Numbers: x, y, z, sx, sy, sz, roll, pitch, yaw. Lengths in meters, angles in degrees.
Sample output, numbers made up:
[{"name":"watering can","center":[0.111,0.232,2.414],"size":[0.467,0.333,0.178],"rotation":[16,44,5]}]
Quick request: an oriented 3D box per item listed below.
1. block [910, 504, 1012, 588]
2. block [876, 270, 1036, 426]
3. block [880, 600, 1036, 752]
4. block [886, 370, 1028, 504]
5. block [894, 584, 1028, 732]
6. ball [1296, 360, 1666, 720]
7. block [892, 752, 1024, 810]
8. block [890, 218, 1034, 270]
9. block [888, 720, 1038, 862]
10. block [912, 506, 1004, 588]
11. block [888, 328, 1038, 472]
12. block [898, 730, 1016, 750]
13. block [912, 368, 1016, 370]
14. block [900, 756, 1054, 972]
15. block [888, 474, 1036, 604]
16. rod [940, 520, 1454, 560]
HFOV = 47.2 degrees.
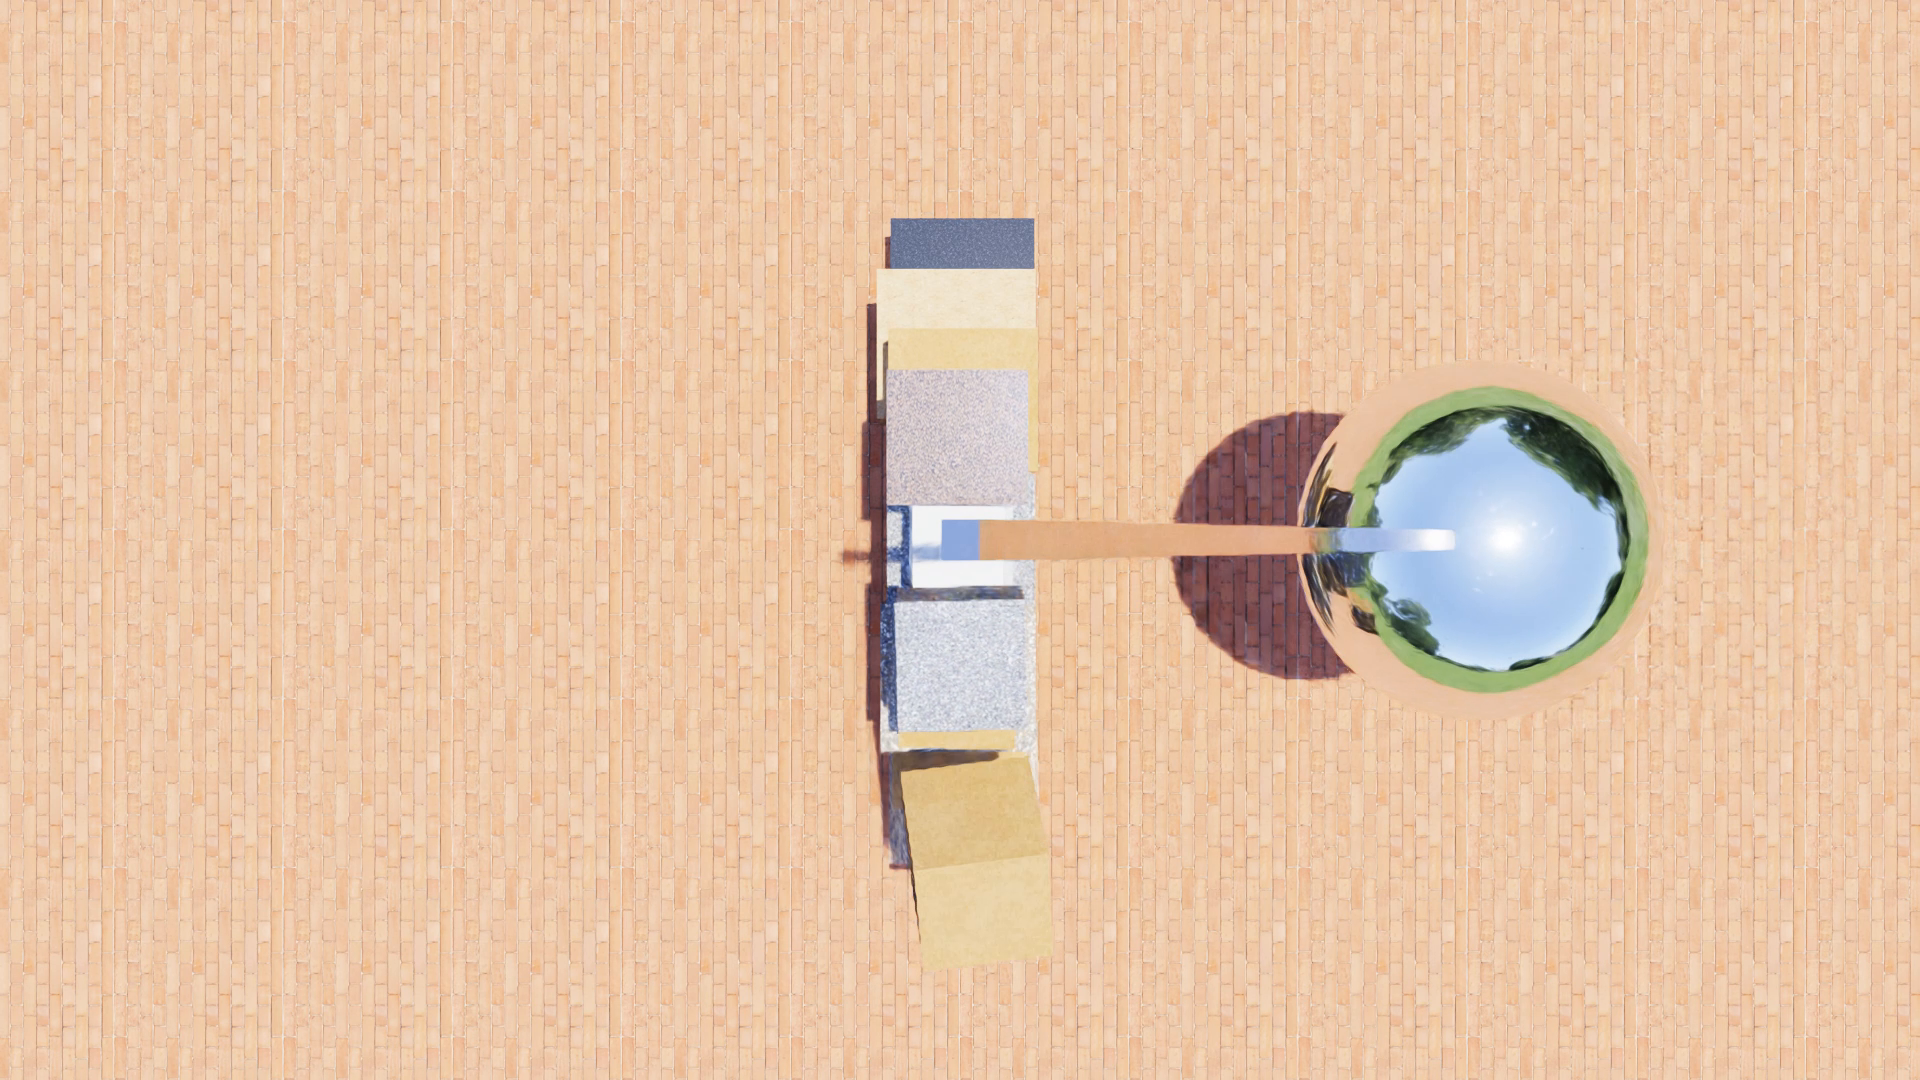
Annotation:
[{"name":"block","center":[0.004,0.046,10.578],"size":[0.482,0.516,0.564],"rotation":[0,91,0]},{"name":"block","center":[-0.019,-1.023,11.859],"size":[0.827,0.788,0.779],"rotation":[0,90,0]},{"name":"block","center":[-0.009,0.684,11.231],"size":[0.770,0.628,0.735],"rotation":[0,90,0]},{"name":"block","center":[-0.011,-0.453,9.912],"size":[0.617,0.654,0.587],"rotation":[0,91,0]},{"name":"block","center":[0.005,0.505,9.520],"size":[0.545,0.562,0.551],"rotation":[-2,95,0]},{"name":"ball","center":[2.295,0.000,9.771],"size":[1.600,1.600,1.600],"rotation":[0,90,0]},{"name":"block","center":[-0.011,1.066,11.900],"size":[0.694,0.711,0.692],"rotation":[0,90,0]},{"name":"block","center":[0.014,-1.448,12.648],"size":[0.806,0.704,0.703],"rotation":[0,90,0]},{"name":"block","center":[0.017,1.405,12.628],"size":[0.826,0.744,0.789],"rotation":[0,90,0]},{"name":"block","center":[-0.008,0.079,10.091],"size":[0.411,0.458,0.467],"rotation":[1,91,0]},{"name":"block","center":[0.016,-0.693,11.122],"size":[0.733,0.683,0.699],"rotation":[0,91,0]},{"name":"block","center":[-0.014,0.630,10.140],"size":[0.529,0.548,0.473],"rotation":[0,110,0]},{"name":"block","center":[0.019,-0.523,10.511],"size":[0.485,0.545,0.559],"rotation":[0,91,0]},{"name":"block","center":[0.074,1.450,9.871],"size":[0.584,0.608,0.652],"rotation":[-7,128,-3]},{"name":"block","center":[0.005,-0.009,11.215],"size":[0.729,0.758,0.643],"rotation":[0,91,0]},{"name":"rod","center":[0.994,0.000,6.630],"size":[0.080,5.200,0.080],"rotation":[0,90,22]}]
